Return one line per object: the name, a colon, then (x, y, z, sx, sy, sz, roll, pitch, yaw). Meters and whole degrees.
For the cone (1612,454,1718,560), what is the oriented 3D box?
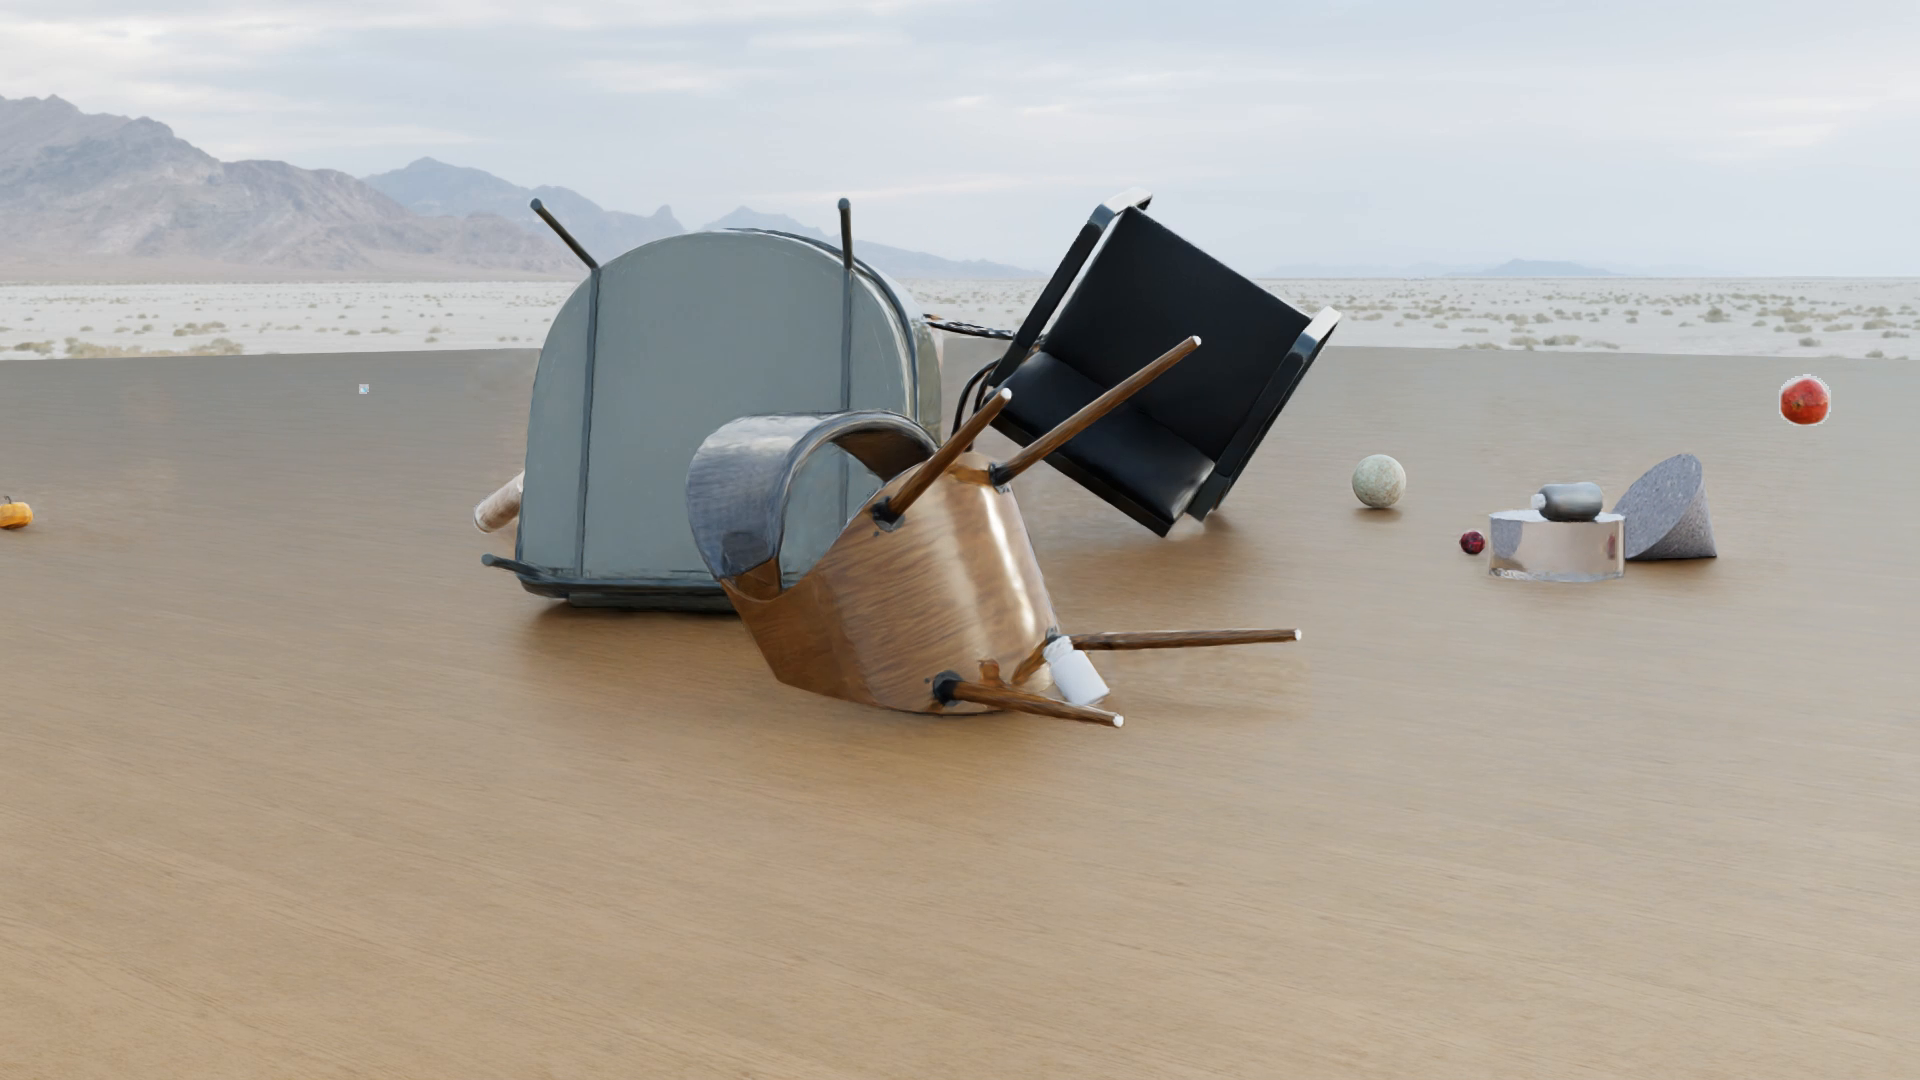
cone: (1.692, -0.018, 5.990, 0.219, 0.314, 0.273, 34, 38, -17)

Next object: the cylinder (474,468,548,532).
cylinder: (-1.149, -0.100, 6.569, 0.151, 0.083, 0.176, -35, 9, 18)

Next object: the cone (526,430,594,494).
cone: (-1.206, -0.245, 7.772, 0.208, 0.193, 0.117, -41, 10, 4)

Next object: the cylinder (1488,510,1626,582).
cylinder: (1.320, 0.011, 5.674, 0.295, 0.129, 0.300, 0, 6, 4)

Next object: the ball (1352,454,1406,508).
ball: (1.190, -0.167, 7.292, 0.153, 0.153, 0.153, 0, 6, 0)
